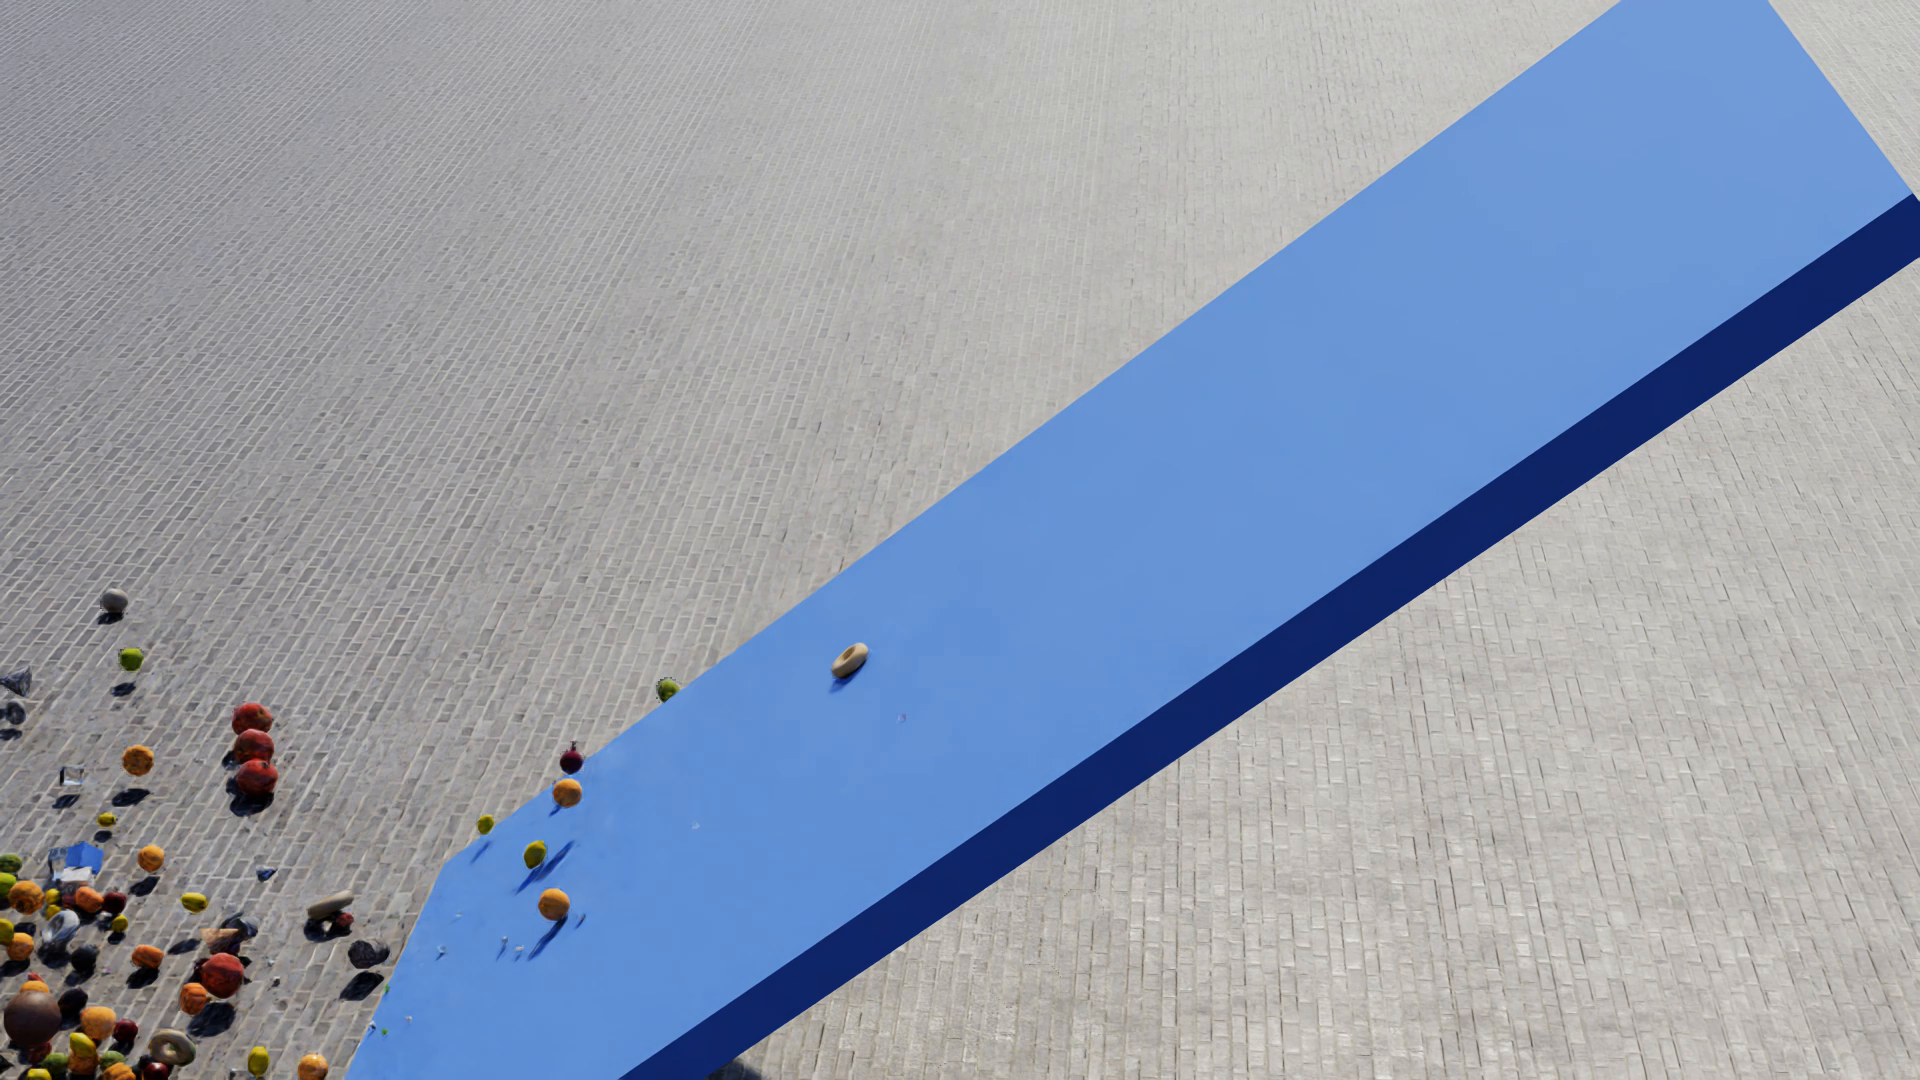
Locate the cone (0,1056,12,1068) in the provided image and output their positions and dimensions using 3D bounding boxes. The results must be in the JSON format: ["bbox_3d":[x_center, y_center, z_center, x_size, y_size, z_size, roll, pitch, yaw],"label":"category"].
[{"bbox_3d":[-2.329,1.260,7.102,0.088,0.088,0.088,19,15,-26],"label":"cone"}]

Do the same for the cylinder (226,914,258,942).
[{"bbox_3d":[-1.844,0.998,7.558,0.061,0.061,0.061,6,5,12],"label":"cylinder"}]

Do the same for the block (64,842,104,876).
[{"bbox_3d":[-2.353,0.861,7.900,0.066,0.066,0.066,-19,53,31],"label":"block"}]

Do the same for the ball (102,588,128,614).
[{"bbox_3d":[-2.720,0.196,9.465,0.082,0.082,0.082,0,24,0],"label":"ball"}]

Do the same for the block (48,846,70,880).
[{"bbox_3d":[-2.424,0.873,7.945,0.061,0.061,0.061,-8,27,-6],"label":"block"}]

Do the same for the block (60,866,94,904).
[{"bbox_3d":[-2.351,0.920,7.836,0.070,0.070,0.070,-2,24,-5],"label":"block"}]

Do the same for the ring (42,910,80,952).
[{"bbox_3d":[-2.326,1.010,7.601,0.121,0.040,0.121,-27,39,25],"label":"ring"}]

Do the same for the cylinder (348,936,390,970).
[{"bbox_3d":[-1.502,1.047,7.475,0.074,0.074,0.074,8,5,18],"label":"cylinder"}]

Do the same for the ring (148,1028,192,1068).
[{"bbox_3d":[-1.865,1.199,6.945,0.099,0.099,0.033,-6,8,-14],"label":"ring"}]

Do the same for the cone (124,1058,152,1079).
[{"bbox_3d":[-1.967,1.284,7.063,0.059,0.059,0.059,27,24,-6],"label":"cone"}]

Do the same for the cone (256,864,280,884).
[{"bbox_3d":[-1.776,0.852,7.562,0.053,0.053,0.053,-15,25,-1],"label":"cone"}]

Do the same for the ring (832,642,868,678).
[{"bbox_3d":[-0.250,0.276,6.724,0.101,0.034,0.101,-39,17,14],"label":"ring"}]

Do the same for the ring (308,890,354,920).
[{"bbox_3d":[-1.654,0.959,7.734,0.126,0.042,0.126,-25,1,0],"label":"ring"}]

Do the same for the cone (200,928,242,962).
[{"bbox_3d":[-1.877,1.014,7.511,0.095,0.095,0.095,-28,32,-16],"label":"cone"}]

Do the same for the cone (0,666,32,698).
[{"bbox_3d":[-2.863,0.427,8.869,0.097,0.097,0.097,5,24,-3],"label":"cone"}]

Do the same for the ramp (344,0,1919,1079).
[{"bbox_3d":[0.120,0.185,6.341,4.000,0.100,2.000,-36,16,18],"label":"ramp"}]
